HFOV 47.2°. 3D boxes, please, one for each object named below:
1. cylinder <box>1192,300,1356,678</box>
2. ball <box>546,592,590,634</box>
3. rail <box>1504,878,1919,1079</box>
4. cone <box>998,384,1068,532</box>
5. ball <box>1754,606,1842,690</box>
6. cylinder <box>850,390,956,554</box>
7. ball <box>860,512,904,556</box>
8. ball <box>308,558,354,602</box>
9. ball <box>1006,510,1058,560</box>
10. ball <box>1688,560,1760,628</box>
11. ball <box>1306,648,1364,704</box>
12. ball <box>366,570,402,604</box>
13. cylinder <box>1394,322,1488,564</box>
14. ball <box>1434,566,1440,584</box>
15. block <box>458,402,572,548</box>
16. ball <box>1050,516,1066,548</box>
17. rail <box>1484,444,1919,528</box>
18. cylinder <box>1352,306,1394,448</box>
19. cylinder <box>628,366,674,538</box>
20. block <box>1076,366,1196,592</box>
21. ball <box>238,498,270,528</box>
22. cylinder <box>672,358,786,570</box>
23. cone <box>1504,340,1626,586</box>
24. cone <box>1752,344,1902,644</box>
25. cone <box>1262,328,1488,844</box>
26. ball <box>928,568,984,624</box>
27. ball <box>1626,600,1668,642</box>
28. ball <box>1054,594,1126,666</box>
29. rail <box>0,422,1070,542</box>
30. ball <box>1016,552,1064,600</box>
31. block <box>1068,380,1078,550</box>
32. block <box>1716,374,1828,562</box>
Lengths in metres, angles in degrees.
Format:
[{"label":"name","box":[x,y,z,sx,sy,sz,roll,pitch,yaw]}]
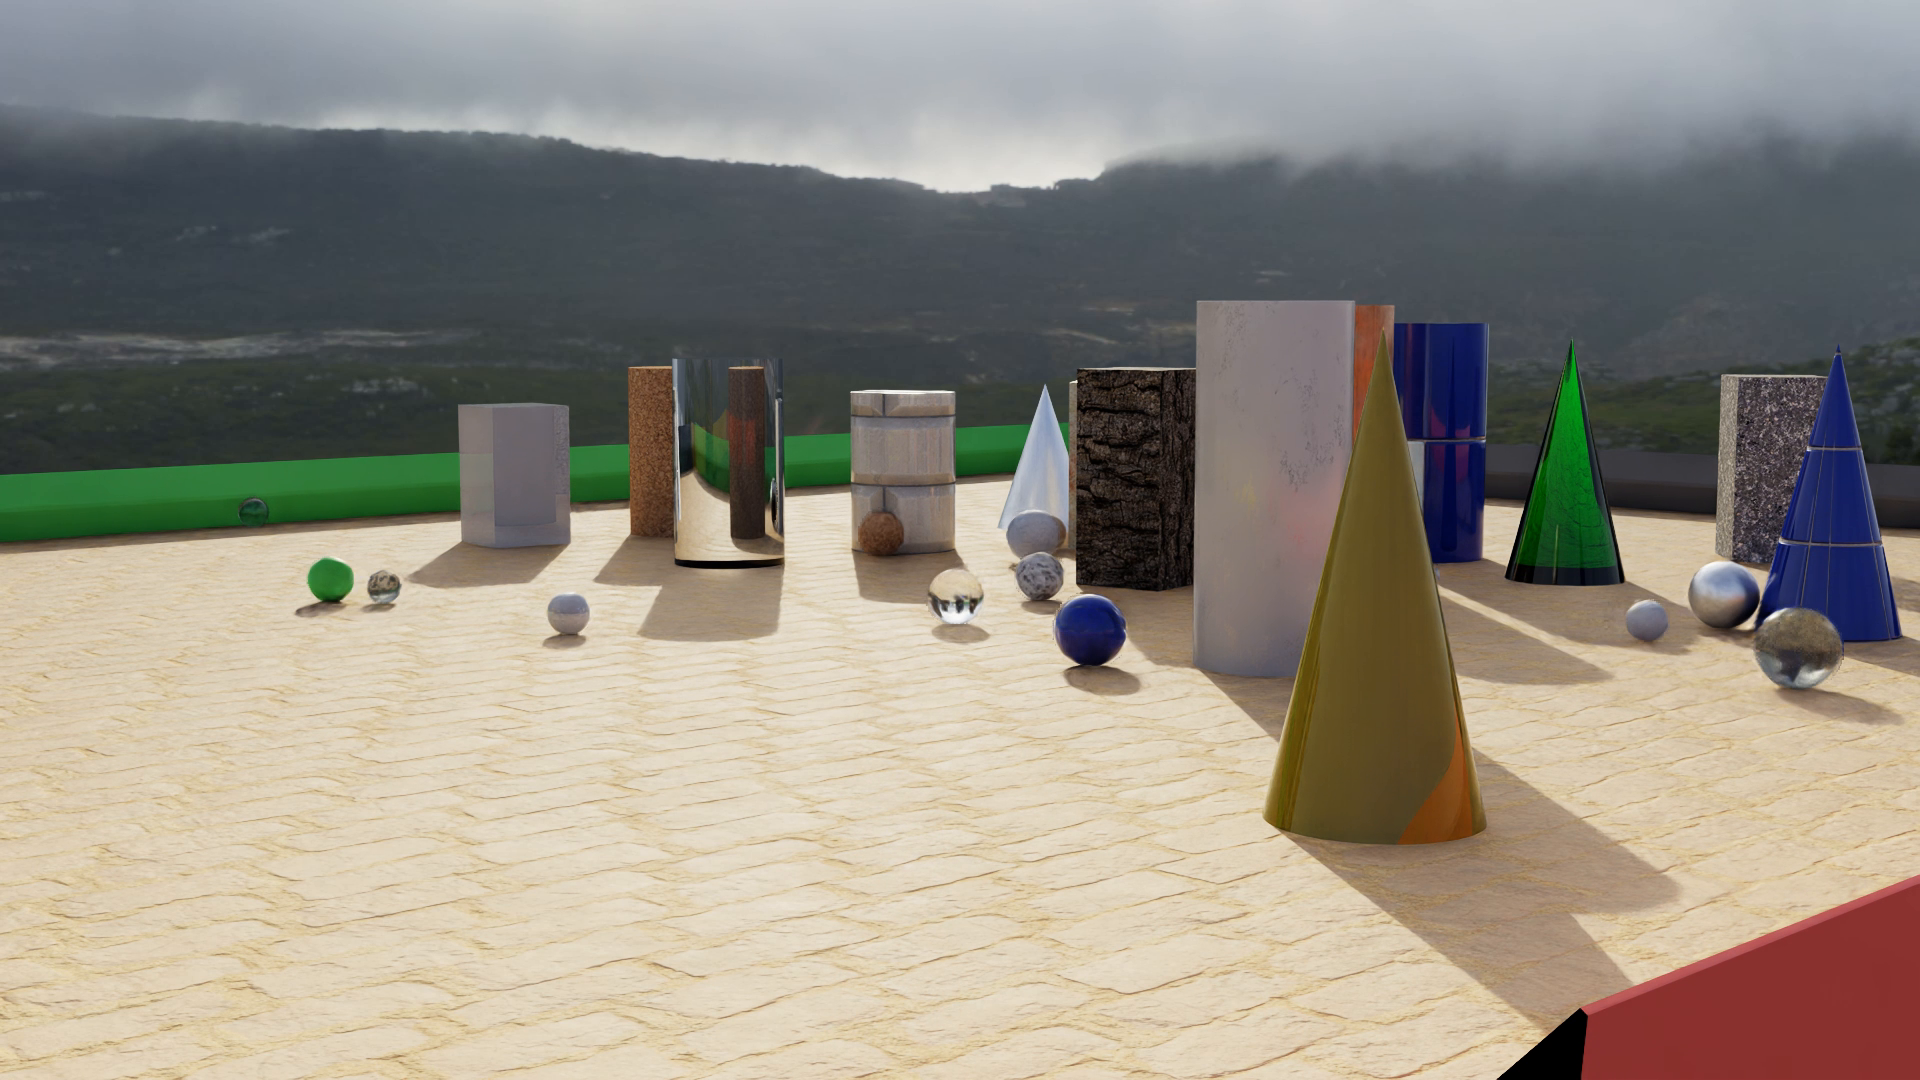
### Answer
[{"label":"cylinder","box":[0.391,-0.070,2.746,0.195,0.455,0.195,0,6,0]},{"label":"ball","box":[-0.538,0.100,3.020,0.060,0.060,0.060,0,6,0]},{"label":"rail","box":[1.281,0.178,1.952,4.422,0.127,0.045,-5,8,-42]},{"label":"cone","box":[0.173,-0.172,4.492,0.195,0.295,0.195,0,6,0]},{"label":"ball","box":[0.984,0.127,2.585,0.097,0.097,0.097,0,6,0]},{"label":"cylinder","box":[-0.106,-0.129,4.094,0.195,0.293,0.195,0,6,0]},{"label":"ball","box":[-0.141,-0.010,3.973,0.081,0.081,0.081,0,6,0]},{"label":"ball","box":[-0.959,0.061,3.353,0.069,0.069,0.069,0,6,0]},{"label":"ball","box":[0.128,-0.007,3.888,0.092,0.092,0.092,0,6,0]},{"label":"ball","box":[1.068,0.077,3.076,0.095,0.095,0.095,0,6,0]},{"label":"ball","box":[0.425,0.154,2.490,0.064,0.064,0.064,0,6,0]},{"label":"ball","box":[-0.875,0.071,3.340,0.051,0.051,0.051,0,6,0]},{"label":"cylinder","box":[0.845,-0.179,3.950,0.195,0.420,0.195,0,6,0]},{"label":"ball","box":[0.716,0.059,3.420,0.058,0.058,0.058,0,6,0]},{"label":"block","box":[-0.852,-0.127,4.209,0.156,0.263,0.156,-4,7,-36]},{"label":"ball","box":[0.165,-0.014,4.087,0.064,0.064,0.064,0,6,0]},{"label":"rail","box":[1.608,-0.122,4.807,0.045,0.127,3.824,-5,8,-42]},{"label":"cylinder","box":[0.633,-0.171,3.727,0.195,0.452,0.195,0,6,0]},{"label":"cylinder","box":[-0.562,-0.179,4.388,0.195,0.330,0.195,0,6,0]},{"label":"block","box":[0.297,-0.103,3.574,0.156,0.349,0.156,4,7,36]},{"label":"ball","box":[-1.449,-0.056,4.510,0.061,0.061,0.061,0,6,0]},{"label":"cylinder","box":[-0.406,-0.139,3.863,0.195,0.360,0.195,0,6,0]},{"label":"cone","box":[1.004,-0.135,3.629,0.195,0.401,0.195,0,6,0]},{"label":"cone","box":[1.199,-0.071,3.021,0.195,0.399,0.195,0,6,0]},{"label":"cone","box":[0.363,0.031,1.910,0.195,0.429,0.195,0,6,0]},{"label":"ball","box":[-0.006,0.080,3.115,0.080,0.080,0.080,0,6,0]},{"label":"ball","box":[0.925,0.109,2.961,0.055,0.055,0.055,0,6,0]},{"label":"ball","box":[0.163,0.113,2.751,0.091,0.091,0.091,0,6,0]},{"label":"rail","box":[-1.281,-0.112,4.712,4.422,0.127,0.045,-5,8,-42]},{"label":"ball","box":[0.123,0.056,3.377,0.074,0.074,0.074,0,6,0]},{"label":"block","box":[0.292,-0.144,4.149,0.156,0.310,0.156,1,6,10]},{"label":"block","box":[1.453,-0.130,3.935,0.156,0.327,0.156,1,6,8]}]
